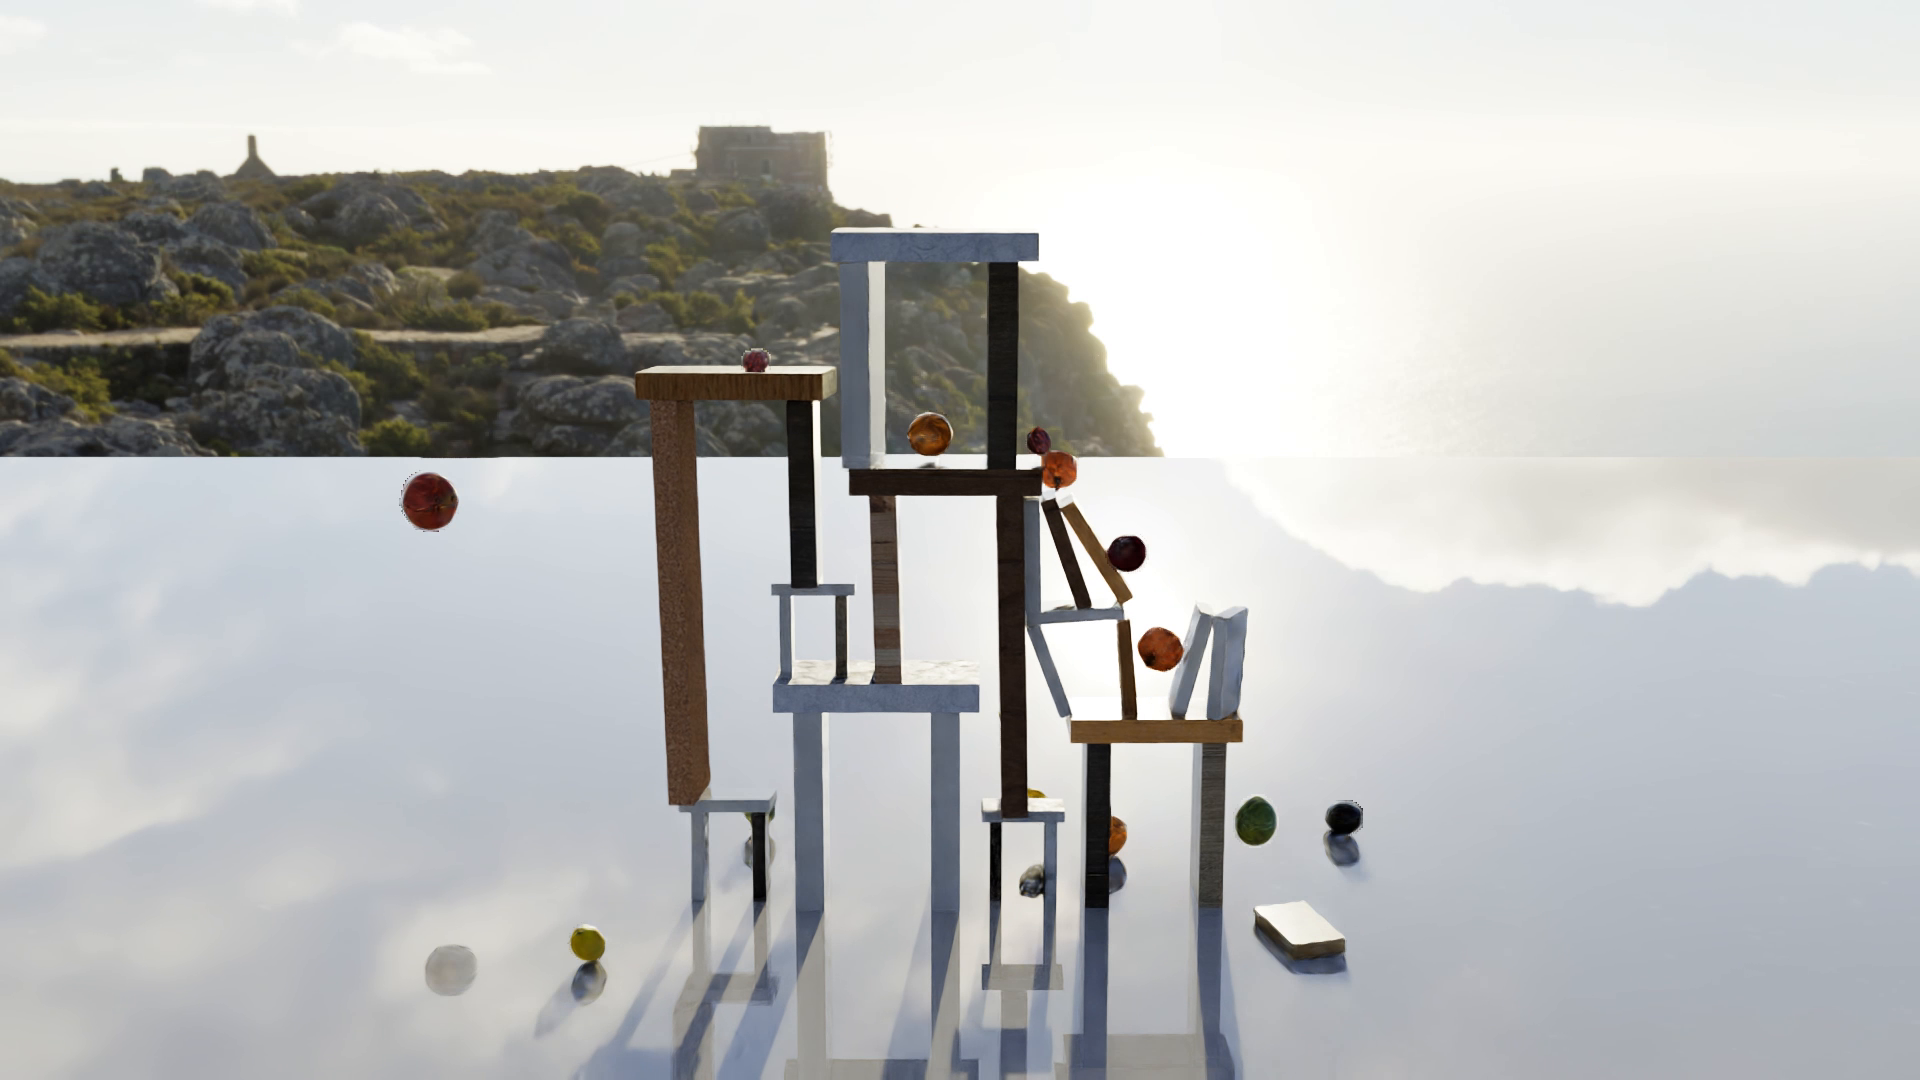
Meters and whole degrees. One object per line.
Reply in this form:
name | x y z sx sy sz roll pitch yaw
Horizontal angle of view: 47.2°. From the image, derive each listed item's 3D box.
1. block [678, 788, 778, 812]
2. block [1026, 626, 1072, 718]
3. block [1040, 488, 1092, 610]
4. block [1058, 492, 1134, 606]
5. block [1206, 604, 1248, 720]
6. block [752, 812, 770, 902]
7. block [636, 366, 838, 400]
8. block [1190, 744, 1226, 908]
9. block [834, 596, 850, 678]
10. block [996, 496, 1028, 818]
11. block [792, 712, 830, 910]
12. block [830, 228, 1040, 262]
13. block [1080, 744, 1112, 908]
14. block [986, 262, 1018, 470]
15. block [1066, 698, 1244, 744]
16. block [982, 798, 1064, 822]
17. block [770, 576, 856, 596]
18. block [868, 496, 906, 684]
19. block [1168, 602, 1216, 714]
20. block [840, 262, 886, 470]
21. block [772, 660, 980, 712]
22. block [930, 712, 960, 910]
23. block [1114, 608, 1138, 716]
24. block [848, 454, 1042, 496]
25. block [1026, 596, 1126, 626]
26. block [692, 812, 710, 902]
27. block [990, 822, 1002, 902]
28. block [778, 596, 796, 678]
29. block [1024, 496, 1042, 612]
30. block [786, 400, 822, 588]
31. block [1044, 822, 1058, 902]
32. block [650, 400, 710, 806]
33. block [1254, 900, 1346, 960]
block | -0.383 0.429 3.632 0.151 0.021 0.076 -1 9 5
block | 0.144 0.206 3.595 0.022 0.158 0.079 -21 10 3
block | 0.170 0.014 3.554 0.026 0.185 0.093 -19 10 4
block | 0.220 0.014 3.559 0.026 0.185 0.093 -32 7 6
block | 0.432 0.198 3.559 0.024 0.171 0.086 11 15 28
block | -0.331 0.516 3.655 0.021 0.151 0.076 0 11 0
block | -0.356 -0.252 3.524 0.298 0.042 0.149 1 9 5
block | 0.411 0.453 3.644 0.040 0.279 0.140 0 11 0
block | -0.192 0.151 3.586 0.019 0.135 0.068 0 11 0
block | 0.084 0.177 3.591 0.043 0.529 0.153 -1 11 0
block | -0.245 0.426 3.644 0.047 0.332 0.166 0 11 0
block | -0.038 -0.467 3.473 0.323 0.046 0.162 0 11 0
block | 0.225 0.453 3.644 0.040 0.279 0.140 0 11 0
block | 0.067 -0.285 3.506 0.046 0.323 0.162 0 11 0
block | 0.317 0.296 3.615 0.279 0.040 0.139 0 11 -1
block | 0.104 0.448 3.638 0.136 0.019 0.068 0 11 0
block | -0.237 0.074 3.578 0.135 0.019 0.068 0 10 0
block | -0.118 0.067 3.573 0.043 0.305 0.153 -1 11 1
block | 0.378 0.192 3.596 0.024 0.171 0.086 15 10 -2
block | -0.154 -0.285 3.507 0.046 0.323 0.162 1 11 6
block | -0.134 0.239 3.609 0.332 0.047 0.166 0 11 0
block | -0.024 0.426 3.644 0.047 0.332 0.166 0 11 0
block | 0.271 0.199 3.593 0.022 0.158 0.079 -5 11 1
block | -0.022 -0.105 3.540 0.305 0.043 0.153 0 11 0
block | 0.186 0.115 3.576 0.158 0.022 0.079 -4 10 1
block | -0.431 0.515 3.655 0.021 0.151 0.076 1 10 0
block | 0.059 0.524 3.654 0.019 0.136 0.068 0 11 0
block | -0.282 0.151 3.586 0.019 0.135 0.068 0 10 0
block | 0.116 0.017 3.558 0.026 0.185 0.093 -1 10 0
block | -0.250 -0.082 3.551 0.042 0.298 0.149 -1 10 0
block | 0.150 0.524 3.654 0.019 0.136 0.068 0 11 0
block | -0.455 0.093 3.589 0.042 0.659 0.149 -1 9 4
block | 0.534 0.614 3.463 0.085 0.024 0.171 -5 11 -12
